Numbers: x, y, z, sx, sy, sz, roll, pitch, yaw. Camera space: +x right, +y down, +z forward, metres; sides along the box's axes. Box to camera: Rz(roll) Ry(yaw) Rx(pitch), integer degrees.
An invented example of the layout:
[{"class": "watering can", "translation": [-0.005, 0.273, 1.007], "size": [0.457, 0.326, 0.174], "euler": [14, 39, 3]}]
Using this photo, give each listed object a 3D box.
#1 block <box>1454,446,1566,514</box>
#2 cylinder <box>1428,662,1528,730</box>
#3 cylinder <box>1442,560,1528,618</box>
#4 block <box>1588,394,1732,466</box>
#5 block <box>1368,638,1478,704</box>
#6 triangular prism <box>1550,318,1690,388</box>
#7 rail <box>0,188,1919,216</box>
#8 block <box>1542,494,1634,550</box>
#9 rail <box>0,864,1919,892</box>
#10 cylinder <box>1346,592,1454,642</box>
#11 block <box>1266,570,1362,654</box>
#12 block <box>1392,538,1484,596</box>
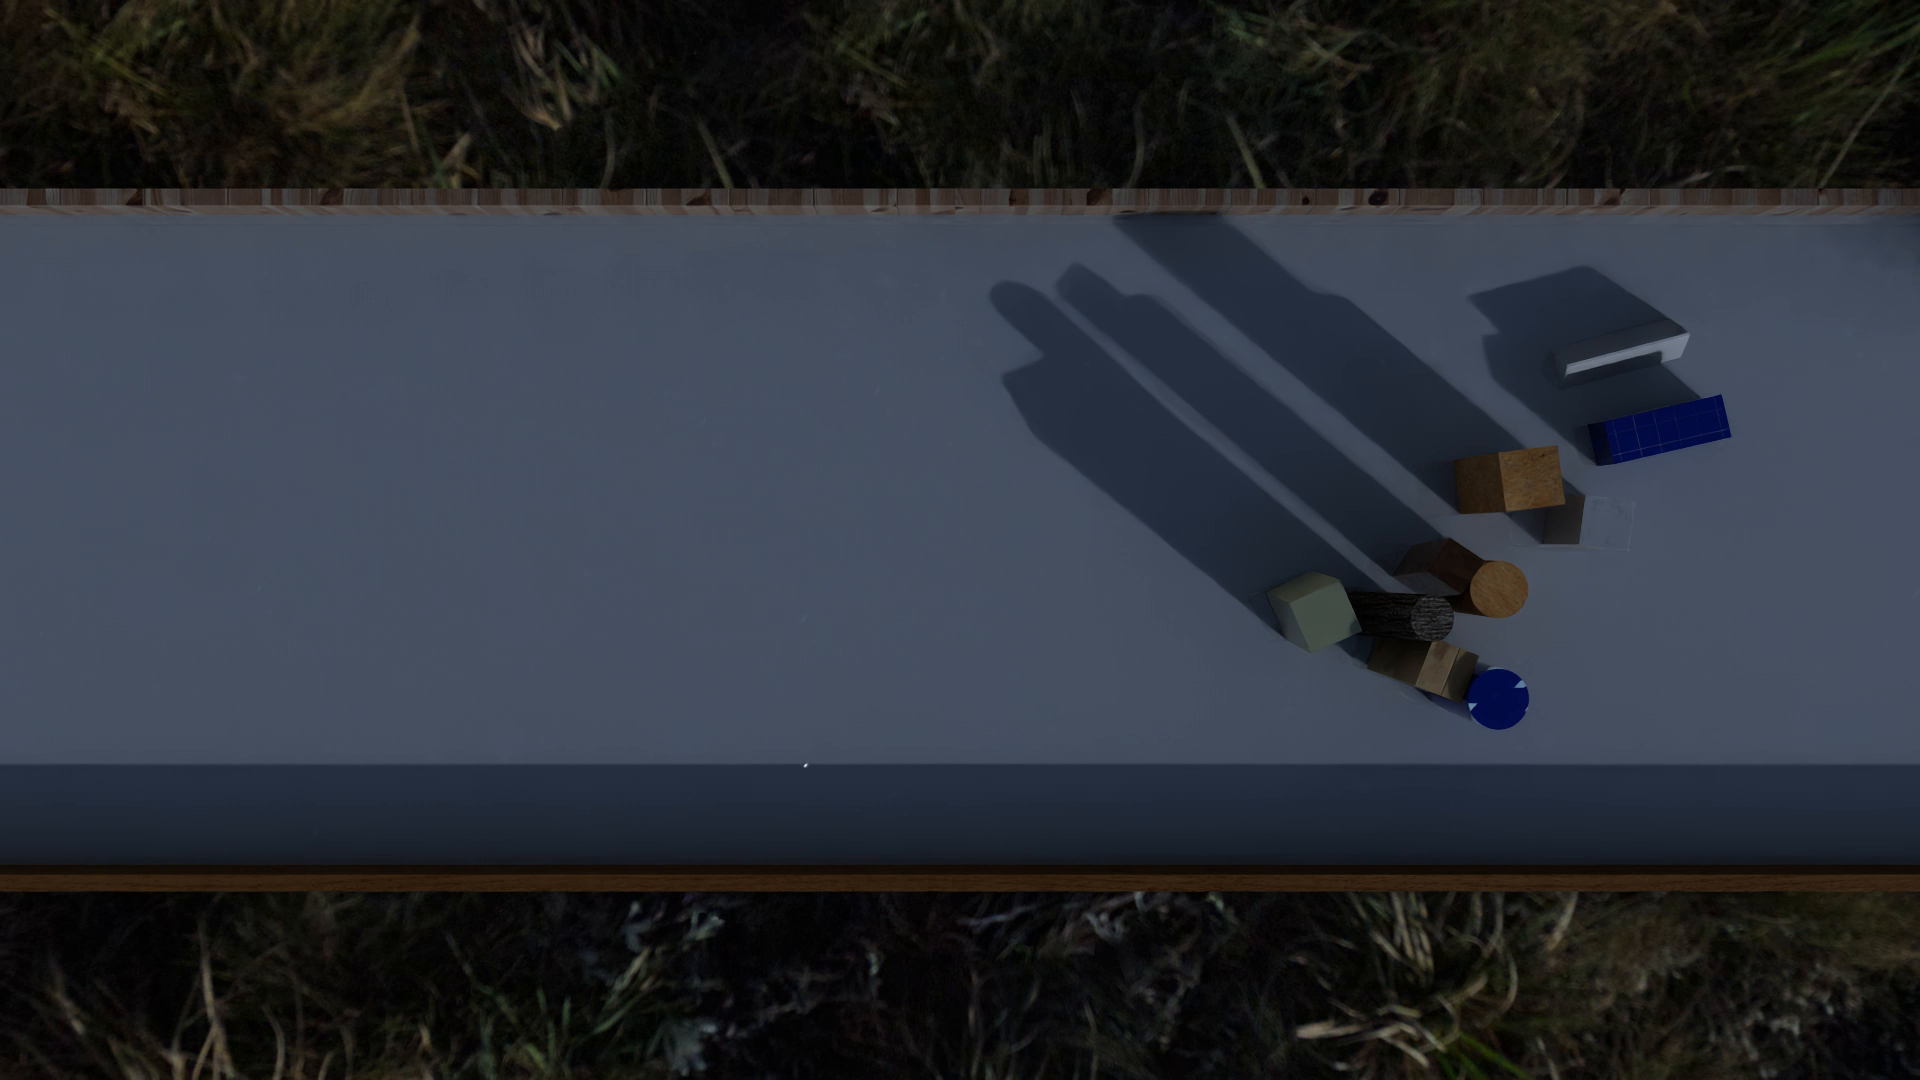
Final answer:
[{"class": "block", "translation": [1.613, -0.174, 4.864], "size": [0.169, 0.424, 0.169], "euler": [-7, 90, 0]}, {"class": "cylinder", "translation": [1.524, 0.447, 4.876], "size": [0.174, 0.395, 0.174], "euler": [0, 91, -1]}, {"class": "cylinder", "translation": [1.539, 0.141, 4.878], "size": [0.164, 0.391, 0.164], "euler": [0, 90, 2]}, {"class": "block", "translation": [2.123, -0.332, 5.011], "size": [0.361, 0.131, 0.131], "euler": [-13, 90, 0]}, {"class": "block", "translation": [1.364, 0.362, 4.881], "size": [0.147, 0.374, 0.147], "euler": [22, 90, -8]}, {"class": "triangular prism", "translation": [2.014, -0.573, 5.020], "size": [0.383, 0.106, 0.123], "euler": [-15, 90, 0]}, {"class": "rail", "translation": [-2.247, -1.025, 5.002], "size": [12.000, 0.150, 0.050], "euler": [0, 90, 0]}, {"class": "block", "translation": [1.871, -0.050, 4.923], "size": [0.145, 0.307, 0.145], "euler": [7, 90, 0]}, {"class": "rail", "translation": [-2.247, 1.025, 5.001], "size": [12.000, 0.150, 0.050], "euler": [0, 90, 0]}, {"class": "cylinder", "translation": [1.272, 0.222, 4.842], "size": [0.133, 0.449, 0.133], "euler": [0, 89, -14]}, {"class": "block", "translation": [1.050, 0.211, 4.912], "size": [0.162, 0.319, 0.162], "euler": [-24, 94, 0]}, {"class": "block", "translation": [1.405, 0.085, 4.866], "size": [0.116, 0.411, 0.116], "euler": [34, 88, 3]}]
